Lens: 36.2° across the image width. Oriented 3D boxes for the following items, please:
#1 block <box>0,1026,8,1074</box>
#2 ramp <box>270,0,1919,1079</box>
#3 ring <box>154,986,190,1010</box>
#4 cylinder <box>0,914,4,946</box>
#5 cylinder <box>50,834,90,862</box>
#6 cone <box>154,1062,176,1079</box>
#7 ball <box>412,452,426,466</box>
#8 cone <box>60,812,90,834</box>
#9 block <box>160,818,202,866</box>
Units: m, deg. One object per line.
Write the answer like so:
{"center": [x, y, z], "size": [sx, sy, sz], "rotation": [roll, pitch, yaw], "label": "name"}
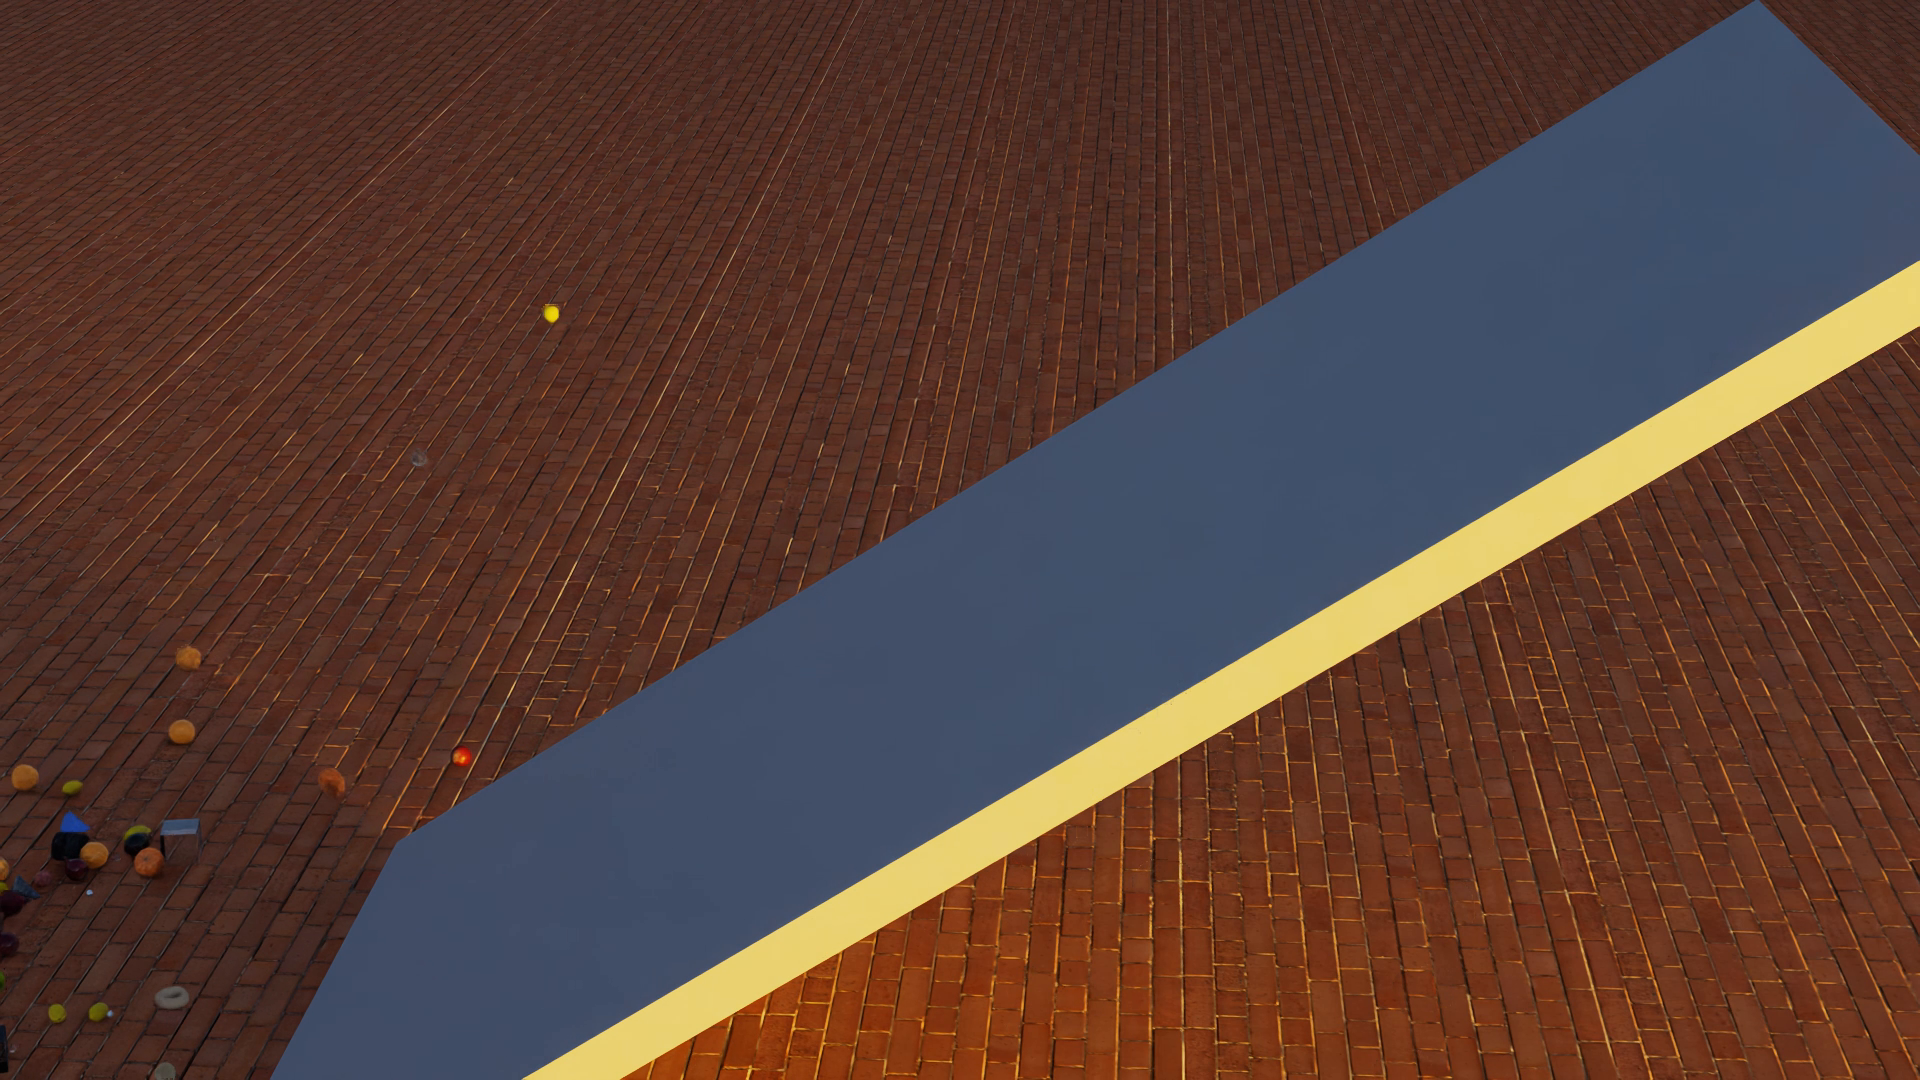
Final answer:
{"center": [-2.250, 1.183, 6.811], "size": [0.080, 0.080, 0.080], "rotation": [-6, 22, -15], "label": "block"}
{"center": [0.138, 0.172, 6.301], "size": [4.000, 0.100, 2.000], "rotation": [-32, 16, 14], "label": "ramp"}
{"center": [-1.901, 1.105, 7.091], "size": [0.084, 0.028, 0.084], "rotation": [0, 22, 0], "label": "ring"}
{"center": [-2.447, 0.975, 7.340], "size": [0.093, 0.093, 0.093], "rotation": [0, 21, 1], "label": "cylinder"}
{"center": [-2.355, 0.814, 7.789], "size": [0.073, 0.073, 0.073], "rotation": [-4, 19, 17], "label": "cylinder"}
{"center": [-1.821, 1.227, 6.776], "size": [0.051, 0.051, 0.051], "rotation": [2, -6, 6], "label": "cone"}
{"center": [-1.974, -0.296, 10.732], "size": [0.056, 0.056, 0.056], "rotation": [0, 21, 0], "label": "ball"}
{"center": [-2.382, 0.774, 7.954], "size": [0.071, 0.071, 0.071], "rotation": [17, 4, -44], "label": "cone"}
{"center": [-2.063, 0.802, 7.796], "size": [0.092, 0.092, 0.092], "rotation": [-3, 21, -7], "label": "block"}
